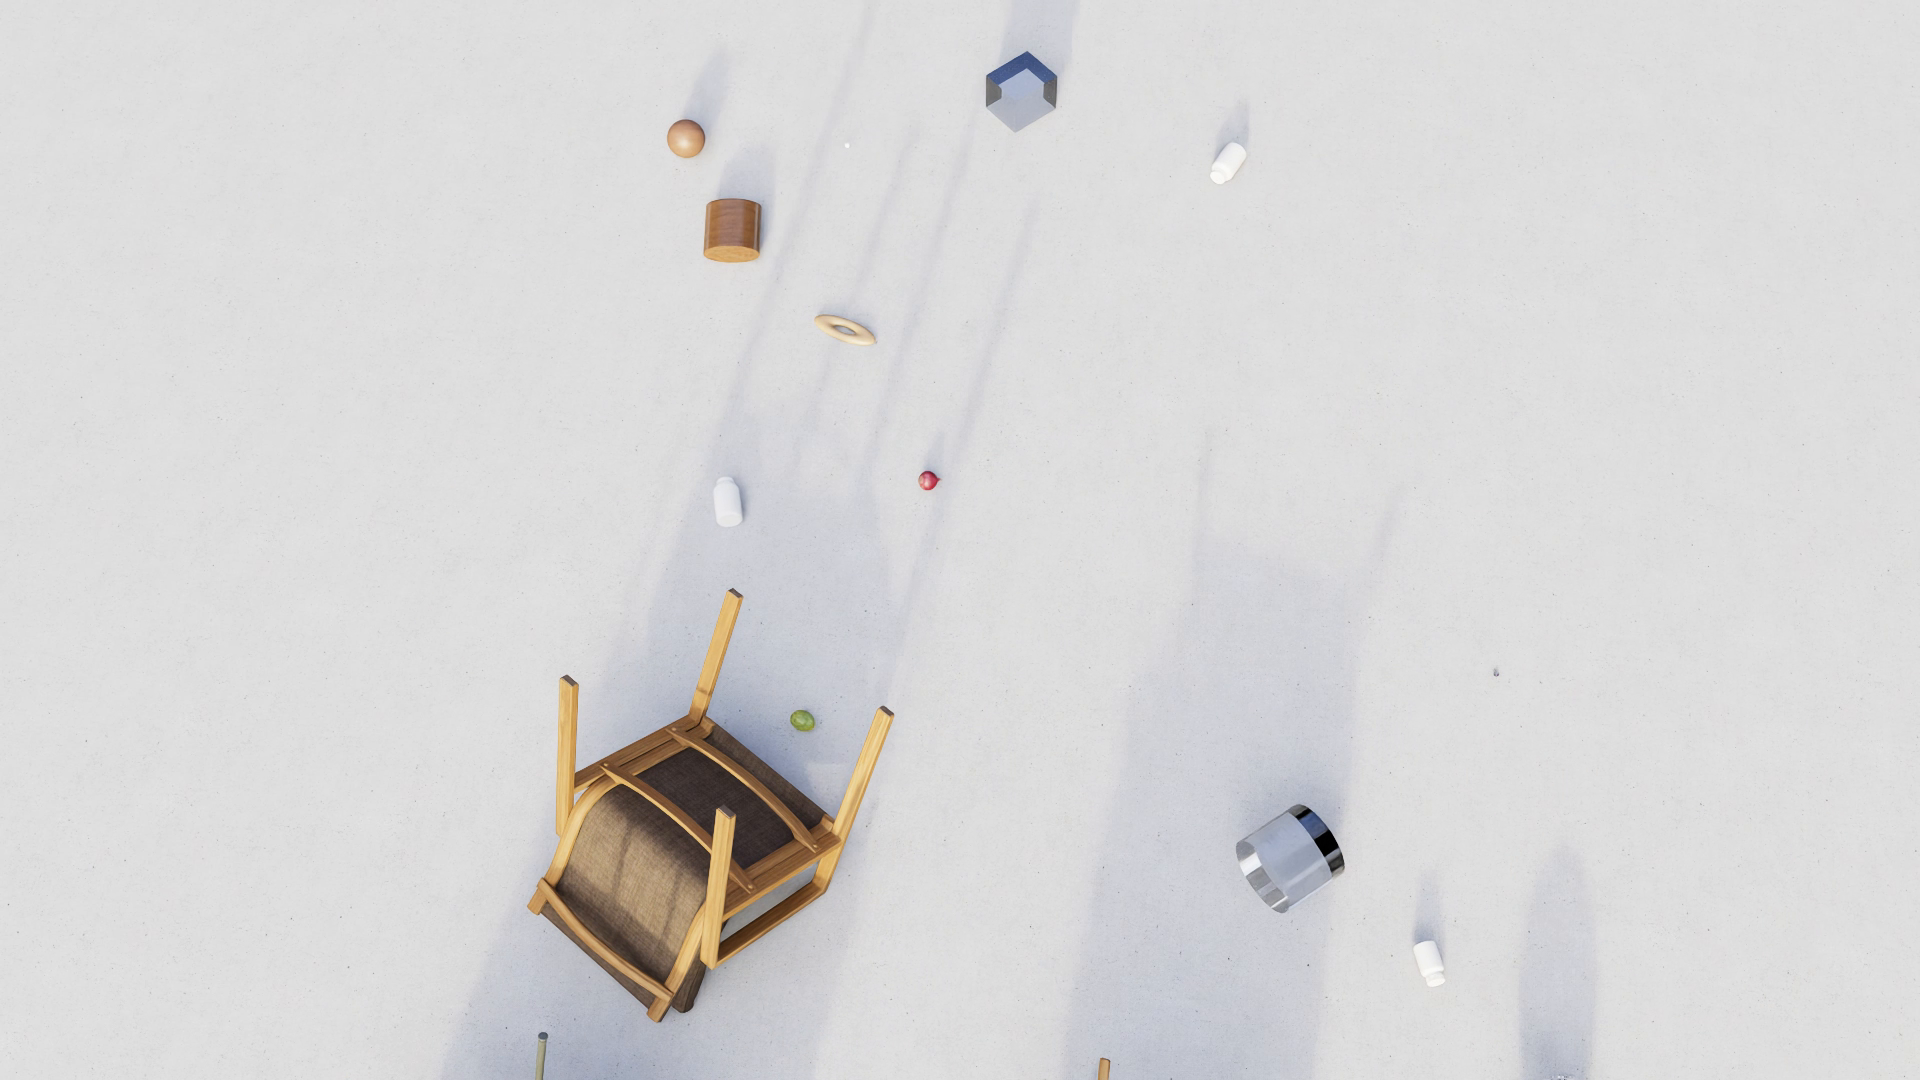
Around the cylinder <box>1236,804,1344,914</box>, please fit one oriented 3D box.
[{"bbox_3d":[0.882,0.850,5.874,0.193,0.214,0.223,-30,88,-18],"label":"cylinder"}]

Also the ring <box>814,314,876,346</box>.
[{"bbox_3d":[-0.367,-0.669,7.007,0.220,0.026,0.082,23,60,15],"label":"ring"}]

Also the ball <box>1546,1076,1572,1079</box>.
[{"bbox_3d":[1.500,1.442,5.486,0.201,0.201,0.201,0,56,0],"label":"ball"}]

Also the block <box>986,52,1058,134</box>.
[{"bbox_3d":[0.209,-1.529,7.508,0.184,0.153,0.157,-34,63,-21],"label":"block"}]
